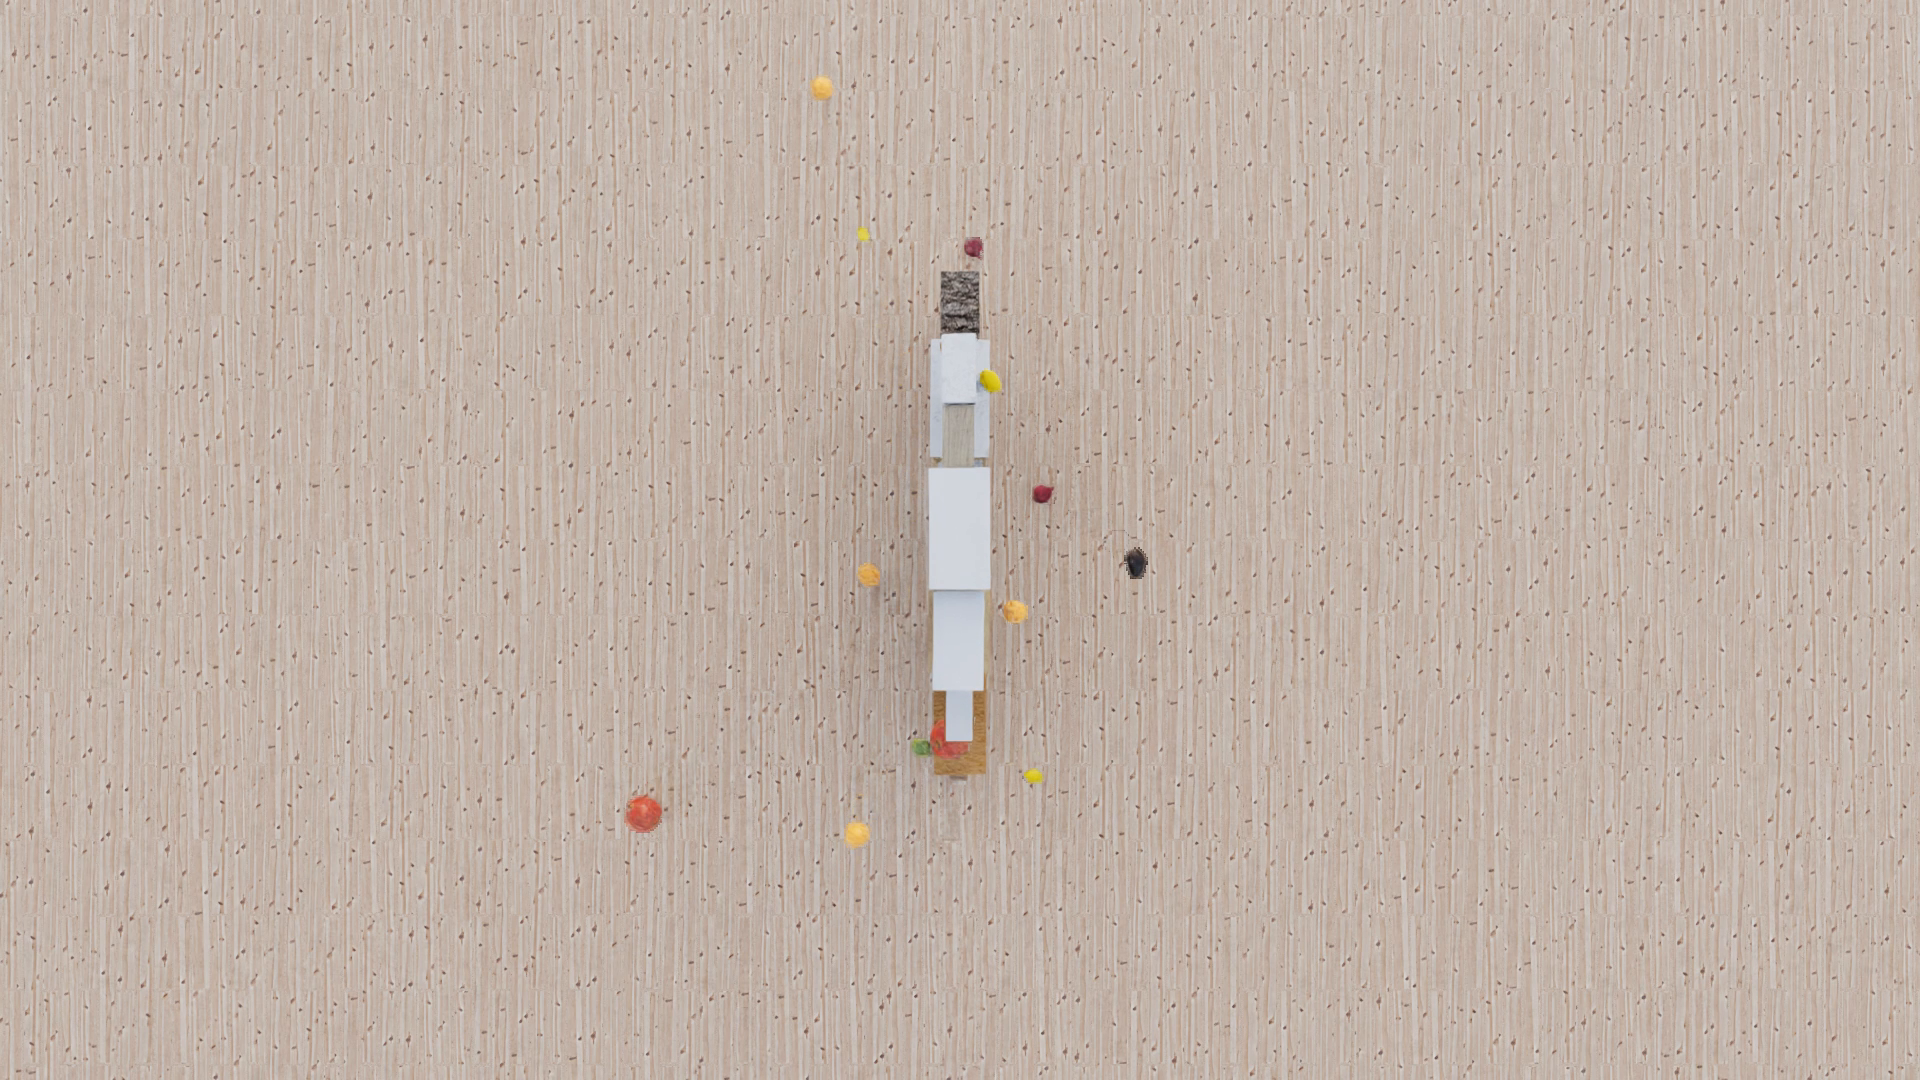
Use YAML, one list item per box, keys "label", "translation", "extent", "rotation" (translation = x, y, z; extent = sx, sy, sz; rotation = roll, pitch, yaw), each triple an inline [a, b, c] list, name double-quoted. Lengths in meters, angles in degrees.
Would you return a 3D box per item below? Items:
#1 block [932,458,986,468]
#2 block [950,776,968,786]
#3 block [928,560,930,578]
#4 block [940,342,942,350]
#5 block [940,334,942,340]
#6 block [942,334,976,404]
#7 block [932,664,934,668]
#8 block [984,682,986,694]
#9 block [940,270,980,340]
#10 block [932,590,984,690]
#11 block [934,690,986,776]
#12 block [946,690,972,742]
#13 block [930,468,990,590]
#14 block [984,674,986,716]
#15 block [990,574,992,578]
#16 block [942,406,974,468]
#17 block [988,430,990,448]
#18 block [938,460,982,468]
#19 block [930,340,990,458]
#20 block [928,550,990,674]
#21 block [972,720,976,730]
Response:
- label: "block"
  translation: [-0.002, -0.235, 5.150]
  extent: [0.163, 0.046, 0.327]
  rotation: [0, 90, 0]
- label: "block"
  translation: [-0.005, 0.792, 5.441]
  extent: [0.059, 0.118, 0.017]
  rotation: [0, 90, 0]
- label: "block"
  translation: [-0.003, 0.079, 4.577]
  extent: [0.161, 0.322, 0.046]
  rotation: [0, 90, 0]
- label: "block"
  translation: [-0.005, -0.539, 4.647]
  extent: [0.095, 0.189, 0.027]
  rotation: [-7, 90, 0]
- label: "block"
  translation: [0.000, -0.528, 5.235]
  extent: [0.124, 0.035, 0.248]
  rotation: [0, 90, 0]
- label: "block"
  translation: [-0.004, -0.471, 4.539]
  extent: [0.094, 0.027, 0.189]
  rotation: [-1, 90, 0]
- label: "block"
  translation: [-0.006, 0.361, 4.602]
  extent: [0.136, 0.272, 0.039]
  rotation: [0, 90, 0]
- label: "block"
  translation: [-0.001, 0.438, 4.992]
  extent: [0.149, 0.299, 0.042]
  rotation: [0, 89, 0]
- label: "block"
  translation: [0.000, -0.692, 4.969]
  extent: [0.116, 0.033, 0.231]
  rotation: [0, 90, 0]
- label: "block"
  translation: [-0.004, 0.268, 4.447]
  extent: [0.136, 0.039, 0.272]
  rotation: [0, 90, 0]
- label: "block"
  translation: [-0.001, 0.534, 4.821]
  extent: [0.149, 0.042, 0.299]
  rotation: [-1, 90, 0]
- label: "block"
  translation: [-0.002, 0.489, 4.637]
  extent: [0.075, 0.021, 0.150]
  rotation: [0, 89, 0]
- label: "block"
  translation: [-0.001, -0.030, 4.393]
  extent: [0.161, 0.046, 0.322]
  rotation: [0, 90, 0]
- label: "block"
  translation: [0.004, 0.494, 5.164]
  extent: [0.157, 0.044, 0.314]
  rotation: [0, 90, 0]
- label: "block"
  translation: [0.001, 0.098, 4.986]
  extent: [0.176, 0.395, 0.050]
  rotation: [-7, 90, 0]
- label: "block"
  translation: [-0.005, -0.283, 4.554]
  extent: [0.088, 0.025, 0.175]
  rotation: [0, 90, 0]
- label: "block"
  translation: [0.000, -0.294, 4.958]
  extent: [0.169, 0.338, 0.048]
  rotation: [0, 90, 0]
- label: "block"
  translation: [0.007, -0.101, 4.847]
  extent: [0.130, 0.037, 0.260]
  rotation: [-3, 89, 0]
- label: "block"
  translation: [0.000, -0.408, 4.766]
  extent: [0.169, 0.048, 0.338]
  rotation: [1, 90, 0]
- label: "block"
  translation: [-0.003, 0.207, 4.764]
  extent: [0.176, 0.050, 0.353]
  rotation: [0, 90, 0]
- label: "block"
  translation: [0.003, 0.521, 4.723]
  extent: [0.075, 0.150, 0.021]
  rotation: [35, 97, 0]
